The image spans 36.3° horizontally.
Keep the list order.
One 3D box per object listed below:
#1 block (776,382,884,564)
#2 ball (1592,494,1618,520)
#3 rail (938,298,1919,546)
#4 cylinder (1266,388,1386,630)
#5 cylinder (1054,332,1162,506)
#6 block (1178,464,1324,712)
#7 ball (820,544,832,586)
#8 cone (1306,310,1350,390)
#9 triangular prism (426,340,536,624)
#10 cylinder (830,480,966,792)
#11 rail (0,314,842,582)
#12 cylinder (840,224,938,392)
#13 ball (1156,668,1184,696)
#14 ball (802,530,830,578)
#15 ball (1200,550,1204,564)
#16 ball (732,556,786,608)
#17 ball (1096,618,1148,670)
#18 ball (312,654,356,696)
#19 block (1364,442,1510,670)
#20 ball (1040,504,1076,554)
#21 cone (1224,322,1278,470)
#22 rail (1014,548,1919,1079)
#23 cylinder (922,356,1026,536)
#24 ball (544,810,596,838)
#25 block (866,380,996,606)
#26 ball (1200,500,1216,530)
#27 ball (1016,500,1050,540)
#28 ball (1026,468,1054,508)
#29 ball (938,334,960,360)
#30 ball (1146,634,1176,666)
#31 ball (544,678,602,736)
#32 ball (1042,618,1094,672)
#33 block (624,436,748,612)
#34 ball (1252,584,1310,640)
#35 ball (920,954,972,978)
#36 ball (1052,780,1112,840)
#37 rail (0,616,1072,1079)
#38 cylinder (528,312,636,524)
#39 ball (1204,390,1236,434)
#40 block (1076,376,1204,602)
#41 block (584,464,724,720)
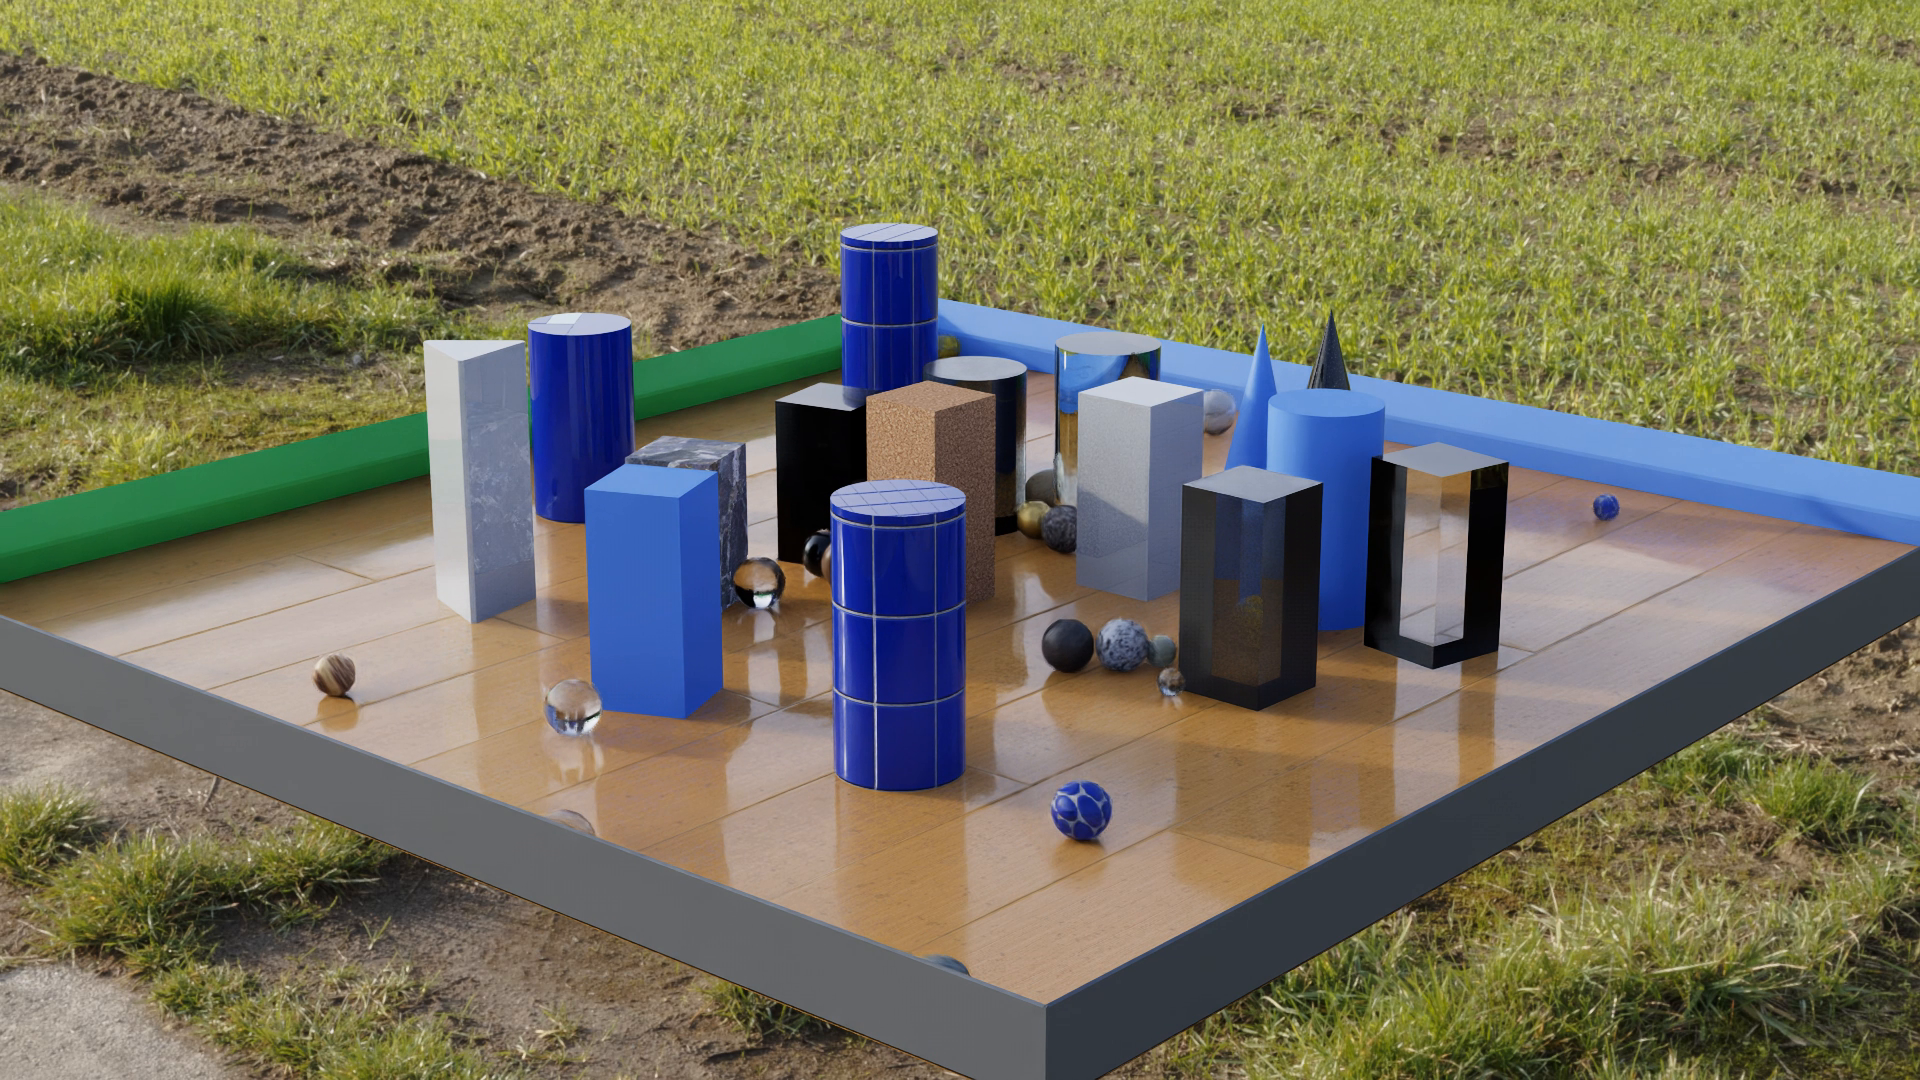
[{"bbox_3d":[-0.224,-0.115,5.312,0.156,0.299,0.156,9,19,27],"label":"block"},{"bbox_3d":[1.227,-0.062,5.571,0.049,0.049,0.049,0,17,0],"label":"ball"},{"bbox_3d":[0.887,-0.263,6.099,2.646,0.127,0.045,14,22,39],"label":"rail"},{"bbox_3d":[0.616,-0.053,4.982,0.195,0.372,0.195,0,17,0],"label":"cylinder"},{"bbox_3d":[0.272,-0.186,5.434,0.195,0.365,0.195,0,17,0],"label":"cylinder"},{"bbox_3d":[0.457,0.073,4.621,0.156,0.337,0.156,15,22,40],"label":"block"},{"bbox_3d":[-0.196,0.043,5.140,0.096,0.096,0.096,0,17,0],"label":"ball"},{"bbox_3d":[0.720,-0.276,5.737,0.195,0.362,0.195,0,17,0],"label":"cone"},{"bbox_3d":[-0.846,-0.109,5.017,0.146,0.458,0.169,10,19,29],"label":"triangular prism"},{"bbox_3d":[-0.089,0.138,4.272,0.195,0.415,0.195,0,17,0],"label":"cylinder"},{"bbox_3d":[-0.981,-0.214,5.936,0.045,0.127,2.754,14,22,39],"label":"rail"},{"bbox_3d":[-0.141,-0.389,5.921,0.195,0.471,0.195,0,17,0],"label":"cylinder"},{"bbox_3d":[0.332,0.224,4.631,0.044,0.044,0.044,0,17,0],"label":"ball"},{"bbox_3d":[-0.240,0.024,5.219,0.086,0.086,0.086,0,17,0],"label":"ball"},{"bbox_3d":[0.417,0.031,5.272,0.042,0.042,0.042,0,17,0],"label":"ball"},{"bbox_3d":[-0.346,0.073,5.050,0.090,0.090,0.090,0,17,0],"label":"ball"},{"bbox_3d":[0.262,0.169,4.740,0.085,0.085,0.085,0,17,0],"label":"ball"},{"bbox_3d":[-0.987,0.212,4.630,0.067,0.067,0.067,0,17,0],"label":"ball"},{"bbox_3d":[0.780,0.024,4.810,0.156,0.324,0.156,-13,21,-36],"label":"block"},{"bbox_3d":[0.192,-0.020,5.361,0.089,0.089,0.089,0,17,0],"label":"ball"},{"bbox_3d":[0.540,-0.180,5.291,0.195,0.436,0.195,0,17,0],"label":"cone"},{"bbox_3d":[0.981,0.278,4.305,0.045,0.127,2.754,14,22,39],"label":"rail"},{"bbox_3d":[0.027,-0.177,5.515,0.195,0.301,0.195,0,17,0],"label":"cylinder"},{"bbox_3d":[-0.533,0.408,3.939,0.090,0.090,0.090,0,17,0],"label":"ball"},{"bbox_3d":[-0.049,-0.073,5.061,0.156,0.363,0.156,14,22,39],"label":"block"},{"bbox_3d":[0.470,-0.045,5.501,0.057,0.057,0.057,0,17,0],"label":"ball"},{"bbox_3d":[0.142,-0.037,5.449,0.071,0.071,0.071,0,17,0],"label":"ball"},{"bbox_3d":[0.170,-0.089,5.573,0.098,0.098,0.098,0,17,0],"label":"ball"},{"bbox_3d":[-0.034,-0.447,6.822,0.064,0.064,0.064,0,17,0],"label":"ball"},{"bbox_3d":[0.326,0.180,4.763,0.052,0.052,0.052,0,17,0],"label":"ball"},{"bbox_3d":[-0.588,0.254,4.454,0.087,0.087,0.087,0,17,0],"label":"ball"},{"bbox_3d":[0.174,0.169,4.739,0.085,0.085,0.085,0,17,0],"label":"ball"},{"bbox_3d":[-0.470,-0.024,5.061,0.156,0.270,0.156,6,18,18],"label":"block"},{"bbox_3d":[0.535,0.121,4.886,0.094,0.094,0.094,0,17,0],"label":"ball"},{"bbox_3d":[-0.026,0.539,3.511,0.086,0.086,0.086,0,17,0],"label":"ball"},{"bbox_3d":[0.168,0.374,4.063,0.084,0.084,0.084,0,17,0],"label":"ball"},{"bbox_3d":[-0.887,0.327,4.142,2.646,0.127,0.045,14,22,39],"label":"rail"},{"bbox_3d":[-0.719,-0.233,5.590,0.195,0.365,0.195,0,17,0],"label":"cylinder"},{"bbox_3d":[0.535,-0.268,6.176,0.093,0.093,0.093,0,17,0],"label":"ball"},{"bbox_3d":[0.315,-0.092,5.148,0.156,0.349,0.156,14,22,38],"label":"block"},{"bbox_3d":[-0.475,0.078,4.573,0.156,0.356,0.156,5,18,17],"label":"block"}]
